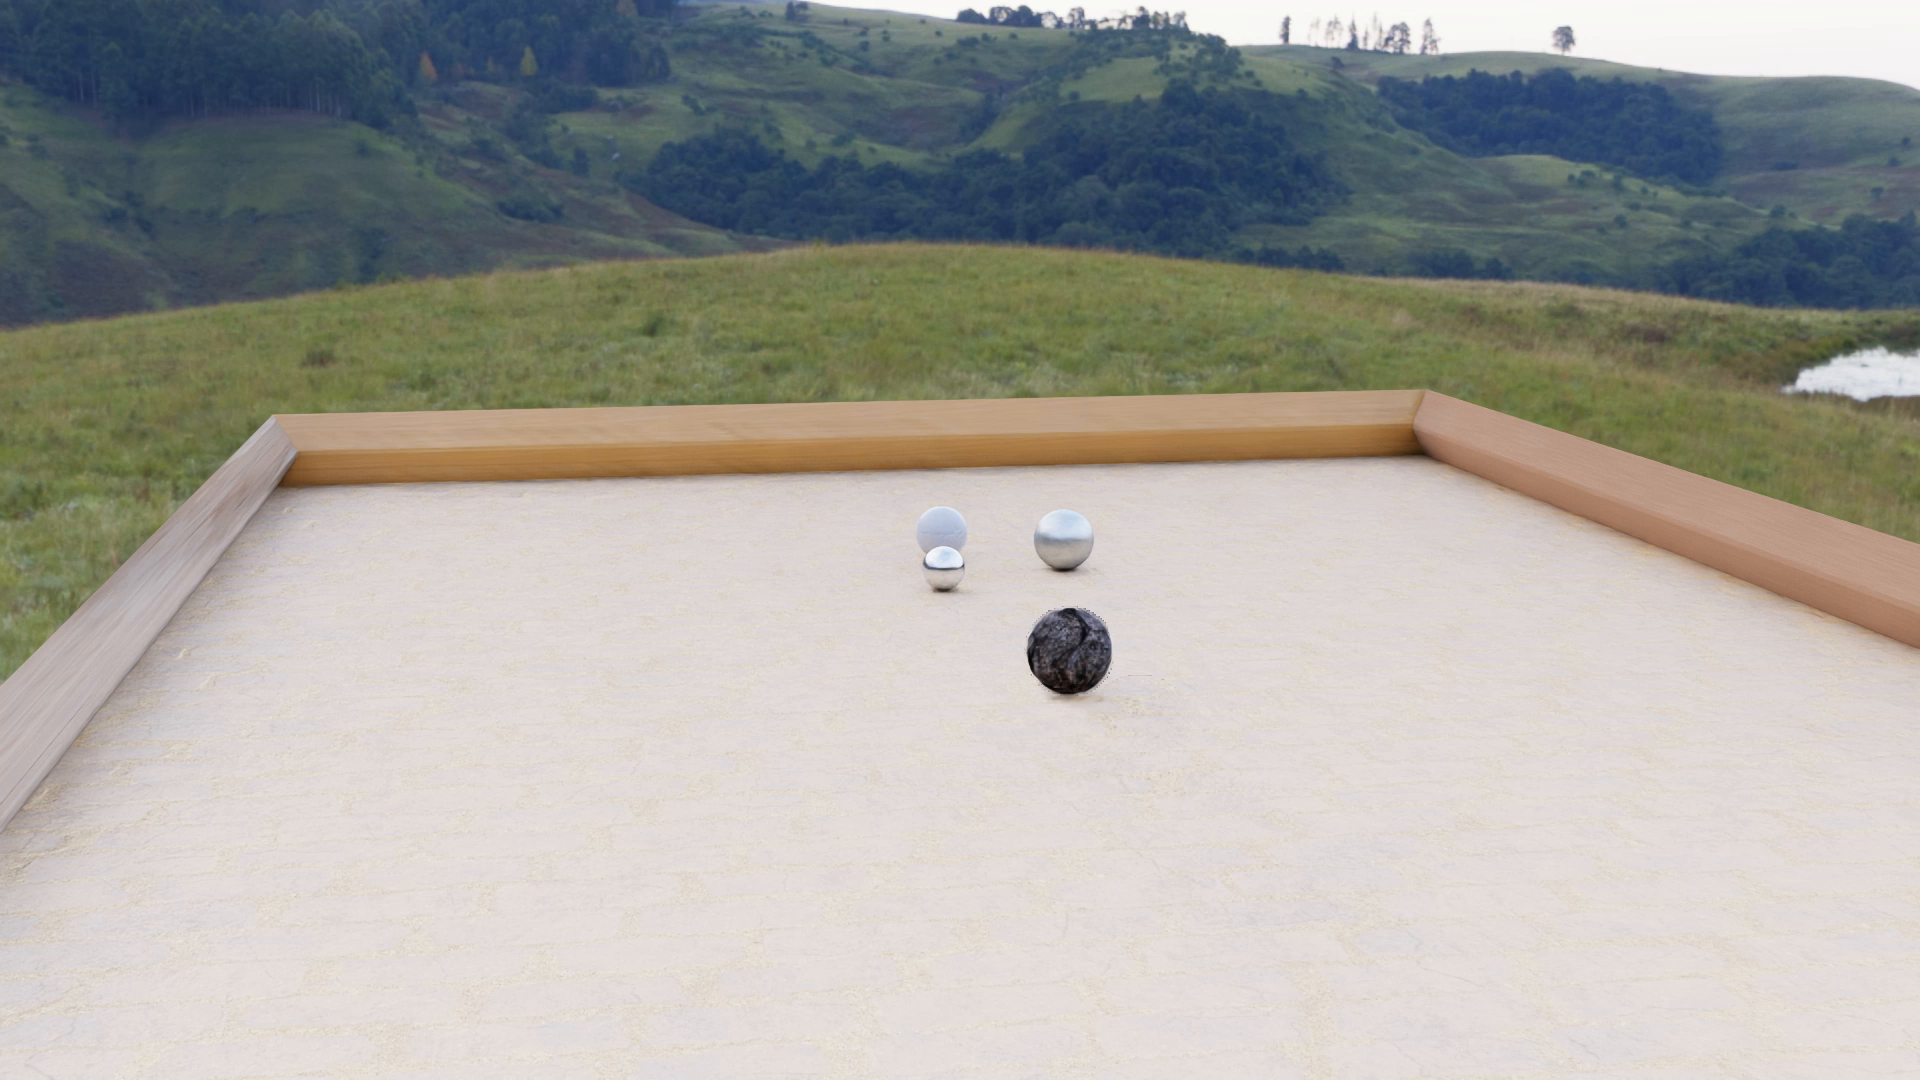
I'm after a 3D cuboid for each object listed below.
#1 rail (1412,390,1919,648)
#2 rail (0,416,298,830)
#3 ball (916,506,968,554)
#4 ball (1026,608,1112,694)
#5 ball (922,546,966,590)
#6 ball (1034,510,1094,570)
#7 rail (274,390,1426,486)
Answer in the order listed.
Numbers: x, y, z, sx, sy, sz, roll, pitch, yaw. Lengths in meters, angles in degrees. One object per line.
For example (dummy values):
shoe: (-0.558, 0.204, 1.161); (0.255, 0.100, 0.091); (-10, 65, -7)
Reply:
rail: (1.175, 0.107, 2.462); (0.045, 0.124, 3.581); (-2, 11, -10)
rail: (-0.867, 0.174, 2.112); (0.045, 0.124, 3.581); (-2, 11, -10)
ball: (-0.027, -0.011, 3.207); (0.077, 0.077, 0.077); (0, 11, 0)
ball: (0.122, 0.124, 2.454); (0.096, 0.096, 0.096); (0, 11, 0)
ball: (-0.022, 0.039, 2.995); (0.060, 0.060, 0.060); (0, 11, 0)
ball: (0.148, 0.000, 3.130); (0.086, 0.086, 0.086); (0, 11, 0)
rail: (-0.150, -0.187, 3.997); (2.121, 0.124, 0.045); (-2, 11, -10)
